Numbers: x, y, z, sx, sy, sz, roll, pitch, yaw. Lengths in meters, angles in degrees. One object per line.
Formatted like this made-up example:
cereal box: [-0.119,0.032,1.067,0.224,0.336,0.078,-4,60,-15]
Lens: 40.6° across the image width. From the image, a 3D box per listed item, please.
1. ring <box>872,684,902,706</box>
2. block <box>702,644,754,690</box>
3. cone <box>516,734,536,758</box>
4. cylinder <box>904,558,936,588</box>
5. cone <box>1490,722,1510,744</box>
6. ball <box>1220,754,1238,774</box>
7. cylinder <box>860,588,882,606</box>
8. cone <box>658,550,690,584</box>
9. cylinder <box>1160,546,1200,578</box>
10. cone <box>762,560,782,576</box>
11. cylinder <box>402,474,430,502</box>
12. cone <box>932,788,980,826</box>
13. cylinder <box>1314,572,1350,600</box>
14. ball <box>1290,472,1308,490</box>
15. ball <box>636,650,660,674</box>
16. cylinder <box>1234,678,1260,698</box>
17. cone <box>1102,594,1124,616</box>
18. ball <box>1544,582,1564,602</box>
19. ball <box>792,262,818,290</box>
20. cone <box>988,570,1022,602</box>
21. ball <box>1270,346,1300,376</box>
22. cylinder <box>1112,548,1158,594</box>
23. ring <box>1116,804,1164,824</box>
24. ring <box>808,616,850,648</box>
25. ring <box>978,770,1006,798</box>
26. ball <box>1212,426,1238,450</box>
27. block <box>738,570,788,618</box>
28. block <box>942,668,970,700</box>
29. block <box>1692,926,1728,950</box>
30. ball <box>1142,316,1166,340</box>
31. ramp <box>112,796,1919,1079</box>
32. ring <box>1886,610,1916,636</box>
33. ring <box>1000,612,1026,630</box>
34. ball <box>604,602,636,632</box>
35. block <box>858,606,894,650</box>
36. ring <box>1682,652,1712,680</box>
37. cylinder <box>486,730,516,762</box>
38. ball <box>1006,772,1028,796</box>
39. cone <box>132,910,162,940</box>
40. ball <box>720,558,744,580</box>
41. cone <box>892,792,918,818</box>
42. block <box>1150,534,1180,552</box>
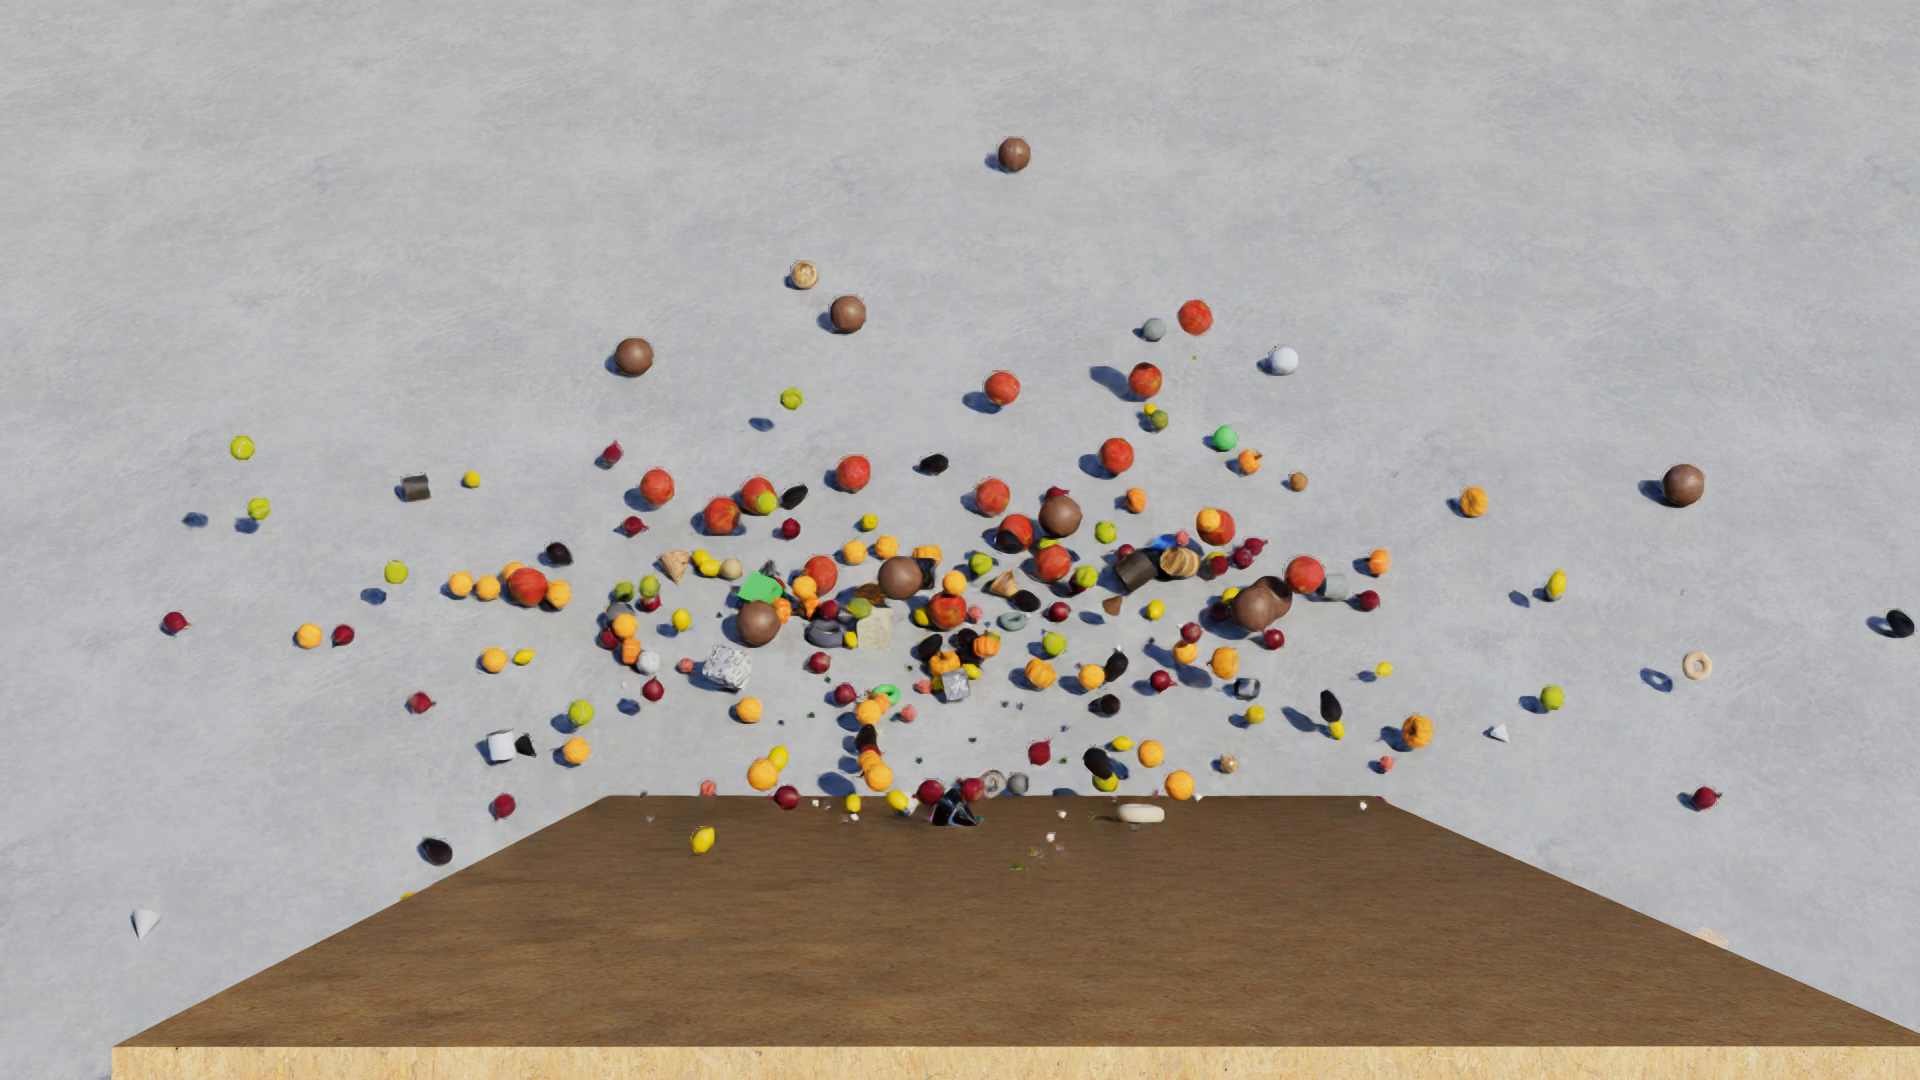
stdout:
ring: [-0.205,0.435,7.281,0.082,0.027,0.082,-1,35,1]
block: [-0.649,0.356,7.268,0.090,0.090,0.090,9,71,35]
cone: [-1.177,0.572,7.081,0.065,0.065,0.065,41,46,9]
cylinder: [-0.120,0.097,7.708,0.090,0.090,0.090,2,35,3]
cone: [1.493,0.539,7.133,0.054,0.054,0.054,-28,70,-34]
ball: [0.726,0.605,7.014,0.051,0.051,0.051,0,35,0]
cylinder: [-0.263,0.169,7.645,0.050,0.050,0.050,-10,36,-14]
cone: [-0.847,0.095,7.756,0.095,0.095,0.095,-5,62,-8]
cylinder: [0.656,0.066,7.729,0.087,0.087,0.087,30,12,35]
cone: [-0.553,0.095,7.762,0.055,0.055,0.055,28,21,-31]
cylinder: [-1.696,-0.162,8.098,0.075,0.075,0.075,-9,36,-14]
cone: [0.006,0.619,5.810,0.096,0.096,0.096,28,43,23]
cylinder: [1.094,0.137,7.639,0.074,0.074,0.074,12,24,-36]
ball: [1.063,-0.184,8.148,0.056,0.056,0.056,0,35,0]
ball: [-0.884,0.346,7.372,0.068,0.068,0.068,0,35,0]
cylinder: [0.805,0.415,7.270,0.055,0.055,0.055,0,31,30]
cone: [0.453,0.176,7.486,0.064,0.064,0.064,26,37,-21]
ball: [1.750,0.152,7.660,0.060,0.060,0.060,0,35,0]
ball: [-0.549,-0.937,9.198,0.097,0.097,0.097,0,35,0]
cone: [0.150,0.152,7.676,0.093,0.093,0.093,46,50,13]
ball: [1.089,-0.602,8.715,0.096,0.096,0.096,0,35,0]
cylinder: [0.518,0.090,7.684,0.099,0.099,0.099,-35,40,0]
ring: [0.412,0.625,5.933,0.113,0.038,0.113,1,-1,0]
ring: [-0.378,0.268,7.510,0.124,0.041,0.124,1,35,-1]
ring: [0.080,0.626,6.650,0.079,0.079,0.026,-14,31,-20]
ball: [0.851,-0.326,8.334,0.078,0.078,0.078,0,35,0]
block: [-0.578,0.160,7.594,0.089,0.089,0.089,22,72,29]
block: [-0.010,0.404,7.265,0.065,0.065,0.065,-10,13,5]
block: [1.841,1.012,6.409,0.071,0.071,0.071,-28,43,-34]
ball: [0.667,-0.725,8.906,0.080,0.080,0.080,0,35,0]
ramp: [0.077,0.661,4.823,2.000,0.100,4.000,0,-2,0]
ring: [2.723,0.240,7.517,0.094,0.031,0.094,22,35,-16]
ring: [0.154,0.236,7.569,0.079,0.026,0.079,-1,34,1]
ball: [-0.986,0.223,7.533,0.087,0.087,0.087,0,35,0]
block: [-0.244,0.254,7.486,0.091,0.091,0.091,4,35,6]
ring: [2.048,0.351,7.216,0.084,0.028,0.084,-2,74,8]
cylinder: [-1.240,0.556,7.028,0.070,0.070,0.070,-9,5,1]
ball: [0.152,0.641,6.824,0.058,0.058,0.058,0,35,0]
cone: [-2.044,0.972,6.500,0.074,0.074,0.074,4,62,6]
ball: [-0.680,0.086,7.748,0.068,0.068,0.068,0,35,0]
cone: [-0.125,0.634,6.083,0.063,0.063,0.063,-5,26,-7]
block: [0.615,0.038,7.819,0.066,0.066,0.066,22,40,28]
